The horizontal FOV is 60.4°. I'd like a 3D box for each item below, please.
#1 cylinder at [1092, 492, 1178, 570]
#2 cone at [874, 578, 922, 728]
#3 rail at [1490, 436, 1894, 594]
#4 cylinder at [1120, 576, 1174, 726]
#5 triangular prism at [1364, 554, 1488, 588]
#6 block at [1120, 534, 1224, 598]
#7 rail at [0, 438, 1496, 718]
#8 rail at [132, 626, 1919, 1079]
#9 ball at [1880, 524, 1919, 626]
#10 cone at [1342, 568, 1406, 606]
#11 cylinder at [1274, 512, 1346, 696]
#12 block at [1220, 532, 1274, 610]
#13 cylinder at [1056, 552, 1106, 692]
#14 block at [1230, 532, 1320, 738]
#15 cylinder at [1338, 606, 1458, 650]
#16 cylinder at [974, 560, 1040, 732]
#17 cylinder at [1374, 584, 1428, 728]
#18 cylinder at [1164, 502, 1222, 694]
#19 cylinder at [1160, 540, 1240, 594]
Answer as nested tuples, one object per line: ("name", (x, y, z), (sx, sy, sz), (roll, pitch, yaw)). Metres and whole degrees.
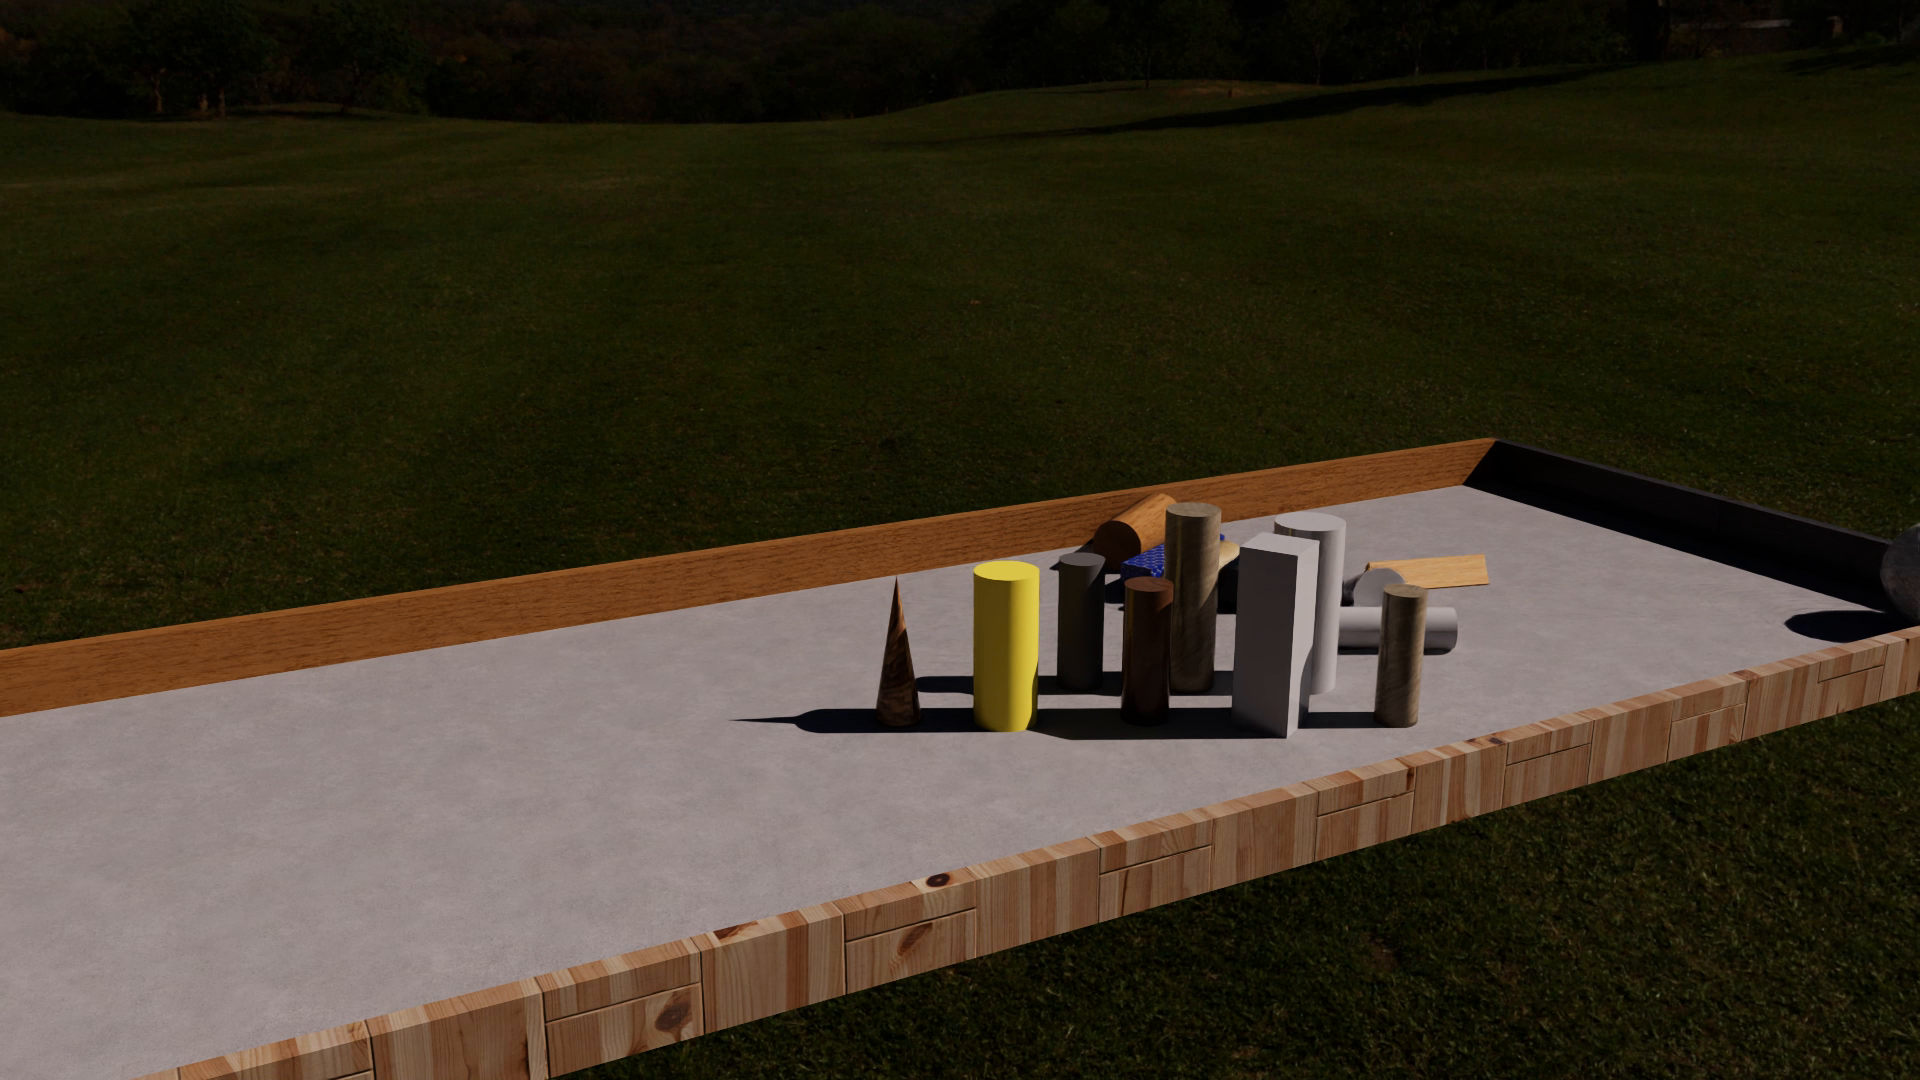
("cylinder", (0.561, -0.029, 5.173), (0.158, 0.158, 0.371), (8, 18, 26))
("cone", (-0.147, 0.253, 3.859), (0.115, 0.358, 0.115), (0, 16, 0))
("rail", (2.466, -0.048, 5.253), (0.050, 0.150, 2.100), (-9, 18, -27))
("cylinder", (0.439, 0.262, 3.874), (0.115, 0.333, 0.115), (0, 16, 0))
("triangular prism", (1.381, 0.092, 4.893), (0.372, 0.079, 0.092), (-4, 17, -12))
("block", (0.637, 0.075, 4.918), (0.103, 0.103, 0.440), (12, 20, 35))
("rail", (-3.305, 0.497, 3.399), (12.000, 0.150, 0.050), (-9, 18, -27))
("rail", (-2.336, 1.006, 1.665), (12.000, 0.150, 0.050), (-9, 18, -27))
("ball", (2.680, 0.095, 4.487), (0.307, 0.307, 0.307), (0, 16, 0))
("cone", (1.126, 0.148, 4.709), (0.165, 0.165, 0.360), (-3, 4, -10))
("cylinder", (0.854, 0.156, 4.079), (0.172, 0.420, 0.172), (0, 16, 0))
("block", (0.902, 0.090, 4.834), (0.120, 0.120, 0.438), (9, 19, 29))
("cylinder", (0.299, 0.203, 4.086), (0.114, 0.326, 0.114), (0, 16, 0))
("block", (0.730, 0.219, 3.828), (0.139, 0.440, 0.139), (10, 19, 30))
("cylinder", (1.096, 0.232, 4.367), (0.410, 0.112, 0.112), (0, 16, 1))
("cylinder", (0.107, 0.248, 3.855), (0.152, 0.370, 0.152), (0, 16, 0))
("cylinder", (1.031, 0.271, 3.861), (0.101, 0.322, 0.101), (0, 16, 0))
("cylinder", (0.567, 0.143, 4.063), (0.134, 0.454, 0.134), (0, 16, 0))
("cylinder", (0.706, 0.102, 4.769), (0.134, 0.134, 0.311), (11, 19, 32))
